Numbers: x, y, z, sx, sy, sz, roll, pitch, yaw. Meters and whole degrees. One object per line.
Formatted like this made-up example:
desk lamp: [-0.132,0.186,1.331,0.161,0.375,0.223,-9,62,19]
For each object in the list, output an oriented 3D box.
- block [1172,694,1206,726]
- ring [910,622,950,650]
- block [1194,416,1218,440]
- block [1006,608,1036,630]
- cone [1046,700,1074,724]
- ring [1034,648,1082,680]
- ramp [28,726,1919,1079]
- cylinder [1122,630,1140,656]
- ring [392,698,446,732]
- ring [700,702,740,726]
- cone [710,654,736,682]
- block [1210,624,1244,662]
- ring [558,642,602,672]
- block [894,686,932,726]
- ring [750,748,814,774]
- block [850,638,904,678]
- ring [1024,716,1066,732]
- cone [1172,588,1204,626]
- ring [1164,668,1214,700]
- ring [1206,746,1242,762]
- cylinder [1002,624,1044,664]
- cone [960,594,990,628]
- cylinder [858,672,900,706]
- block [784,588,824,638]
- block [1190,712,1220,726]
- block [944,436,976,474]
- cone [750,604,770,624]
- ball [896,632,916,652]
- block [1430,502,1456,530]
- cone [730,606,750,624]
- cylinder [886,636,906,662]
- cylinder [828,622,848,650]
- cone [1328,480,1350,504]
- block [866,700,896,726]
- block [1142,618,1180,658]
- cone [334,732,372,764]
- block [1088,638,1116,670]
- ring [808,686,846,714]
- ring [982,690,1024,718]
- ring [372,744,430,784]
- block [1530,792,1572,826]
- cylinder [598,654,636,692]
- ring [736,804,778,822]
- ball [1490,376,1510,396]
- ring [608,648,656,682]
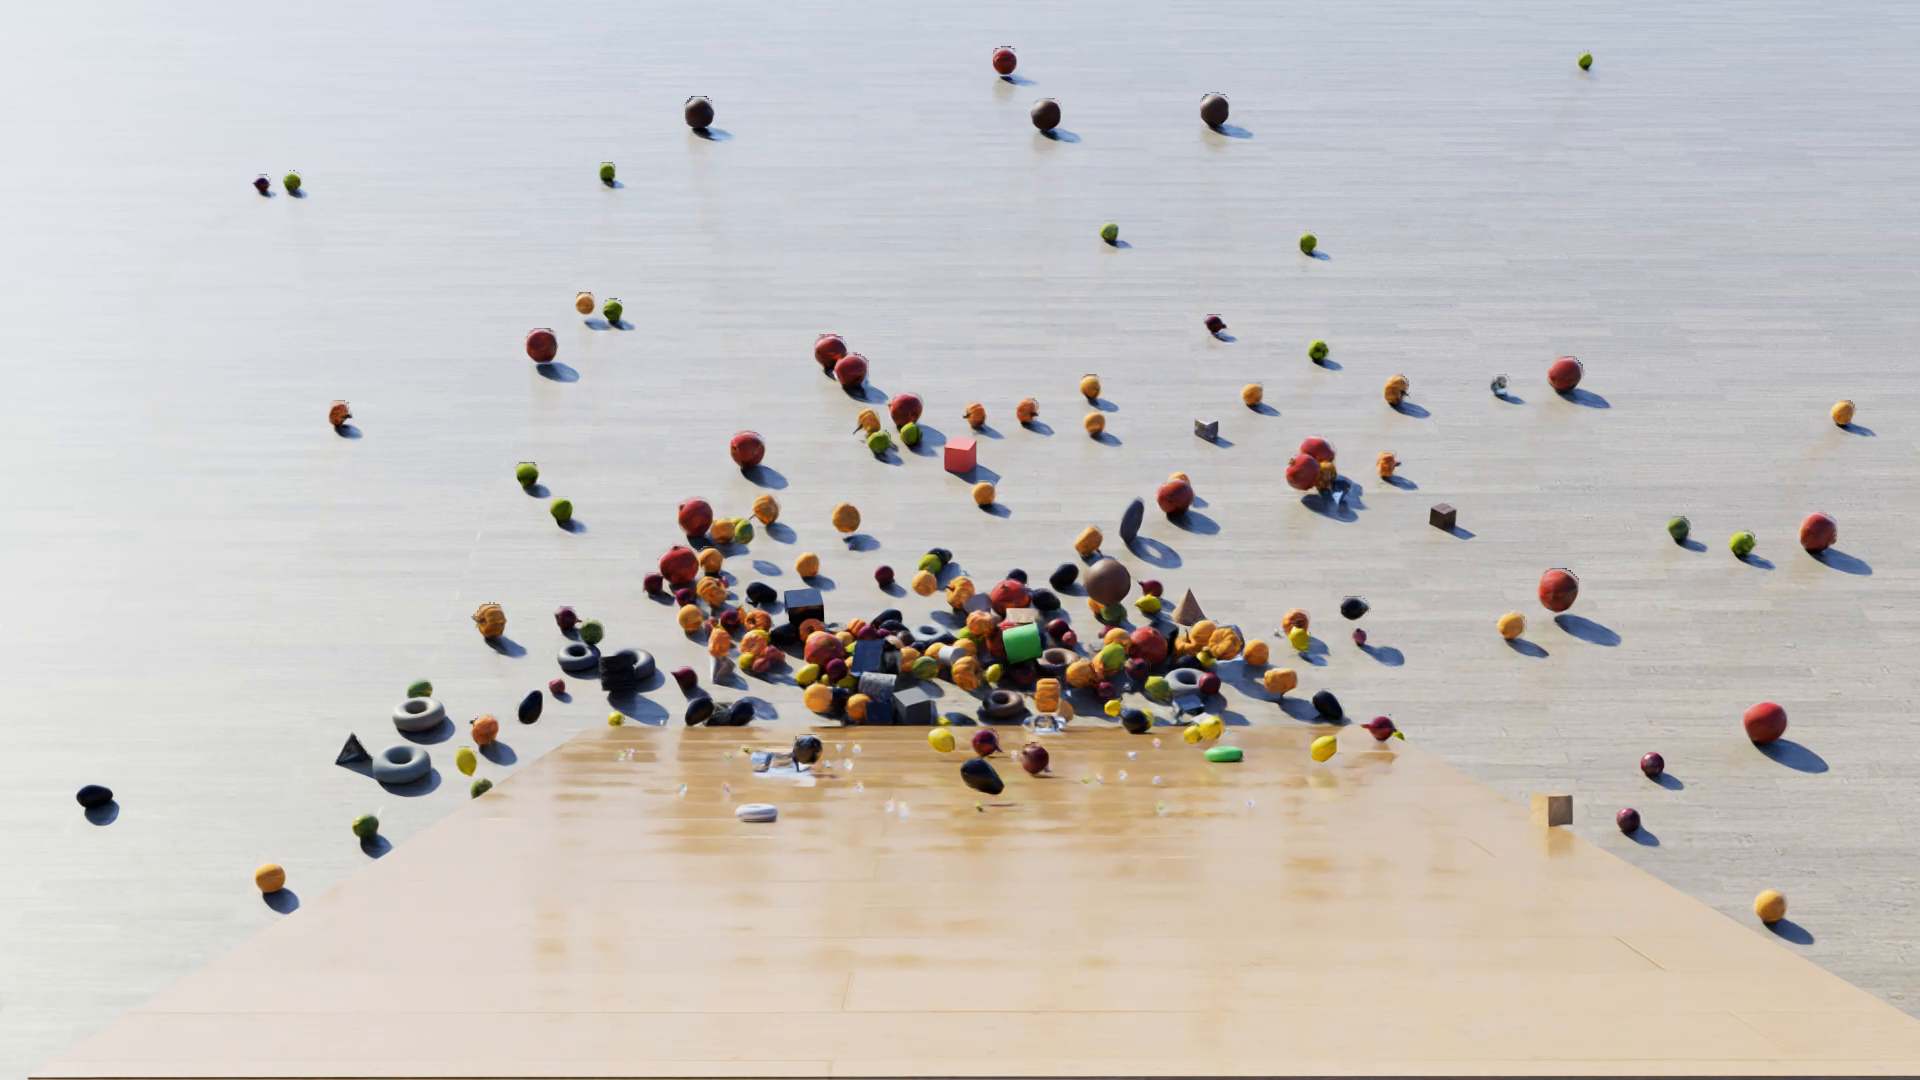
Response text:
block: [0.598,0.452,6.761,0.064,0.064,0.064,-10,29,-18]
ring: [-0.085,0.265,7.151,0.118,0.039,0.118,0,26,0]
block: [0.797,-0.363,8.348,0.054,0.054,0.054,-19,33,-32]
block: [0.167,0.243,7.148,0.080,0.080,0.080,2,27,4]
cone: [0.247,0.457,6.591,0.075,0.075,0.075,6,28,11]
ring: [0.266,0.338,7.005,0.131,0.044,0.131,-1,28,0]
ramp: [0.062,0.556,4.593,2.000,0.100,4.000,0,1,0]
cylinder: [0.471,0.282,7.104,0.051,0.051,0.051,0,27,0]
ring: [-1.420,0.457,6.770,0.140,0.047,0.140,-2,25,1]
ring: [-0.629,0.460,6.775,0.109,0.036,0.109,1,27,0]
cone: [-0.655,0.358,6.976,0.075,0.075,0.075,12,56,22]
block: [0.733,0.284,7.077,0.072,0.072,0.072,-6,28,-11]
ring: [-1.039,0.318,7.046,0.120,0.040,0.120,0,29,0]
block: [-0.126,0.441,6.771,0.073,0.073,0.073,-14,30,-25]
ring: [-0.379,0.470,5.501,0.137,0.046,0.137,-1,1,0]
block: [-0.222,0.327,6.905,0.092,0.092,0.092,-6,63,33]
ring: [0.212,0.458,6.453,0.109,0.036,0.109,-1,0,0]
cone: [0.643,0.175,7.262,0.095,0.095,0.095,0,27,0]
ring: [0.612,0.388,6.903,0.139,0.046,0.139,3,26,-1]
ring: [0.584,0.474,5.713,0.083,0.028,0.083,-1,1,0]
cylinder: [0.169,0.279,6.945,0.095,0.095,0.095,-12,27,3]
cone: [0.062,0.214,7.246,0.092,0.092,0.092,-12,56,-22]
cylinder: [-0.215,0.399,6.833,0.092,0.092,0.092,5,28,9]
block: [-0.434,0.204,7.201,0.099,0.099,0.099,-5,28,-9]
block: [0.635,0.489,6.702,0.052,0.052,0.052,-20,33,-33]
block: [0.002,-0.268,8.137,0.080,0.080,0.080,8,29,16]
cone: [-0.563,0.198,7.263,0.054,0.054,0.054,0,27,0]
ball: [-0.152,0.280,7.099,0.058,0.058,0.058,0,27,0]
block: [1.456,-0.071,7.782,0.055,0.055,0.055,-20,34,-34]
cone: [-0.608,0.221,7.251,0.054,0.054,0.054,37,37,10]
cylinder: [-0.200,0.309,7.013,0.079,0.079,0.079,18,18,31]
cylinder: [-0.337,0.265,7.131,0.057,0.057,0.057,0,27,0]
cone: [1.163,-0.136,7.932,0.072,0.072,0.072,4,54,8]
block: [-0.204,0.453,6.721,0.066,0.066,0.066,-4,-2,7]
block: [0.553,0.271,7.103,0.071,0.071,0.071,19,33,33]
cone: [-1.565,0.548,6.602,0.085,0.085,0.085,-36,36,-8]
block: [0.387,0.309,7.043,0.058,0.058,0.058,-8,28,-14]
ring: [-0.352,0.424,6.848,0.100,0.033,0.100,-1,31,1]
ring: [0.113,0.434,6.825,0.113,0.038,0.113,-1,27,1]
ring: [-1.417,0.568,6.552,0.147,0.049,0.147,1,28,-1]
block: [1.055,0.479,4.604,0.052,0.052,0.052,0,1,-23]
cylinder: [-0.914,0.354,6.886,0.090,0.090,0.090,-7,-2,0]
ring: [-0.367,0.493,4.661,0.077,0.026,0.077,-1,2,0]
ball: [1.805,-0.516,8.636,0.062,0.062,0.062,0,27,0]
ring: [-0.896,0.339,7.000,0.141,0.047,0.141,0,28,0]
